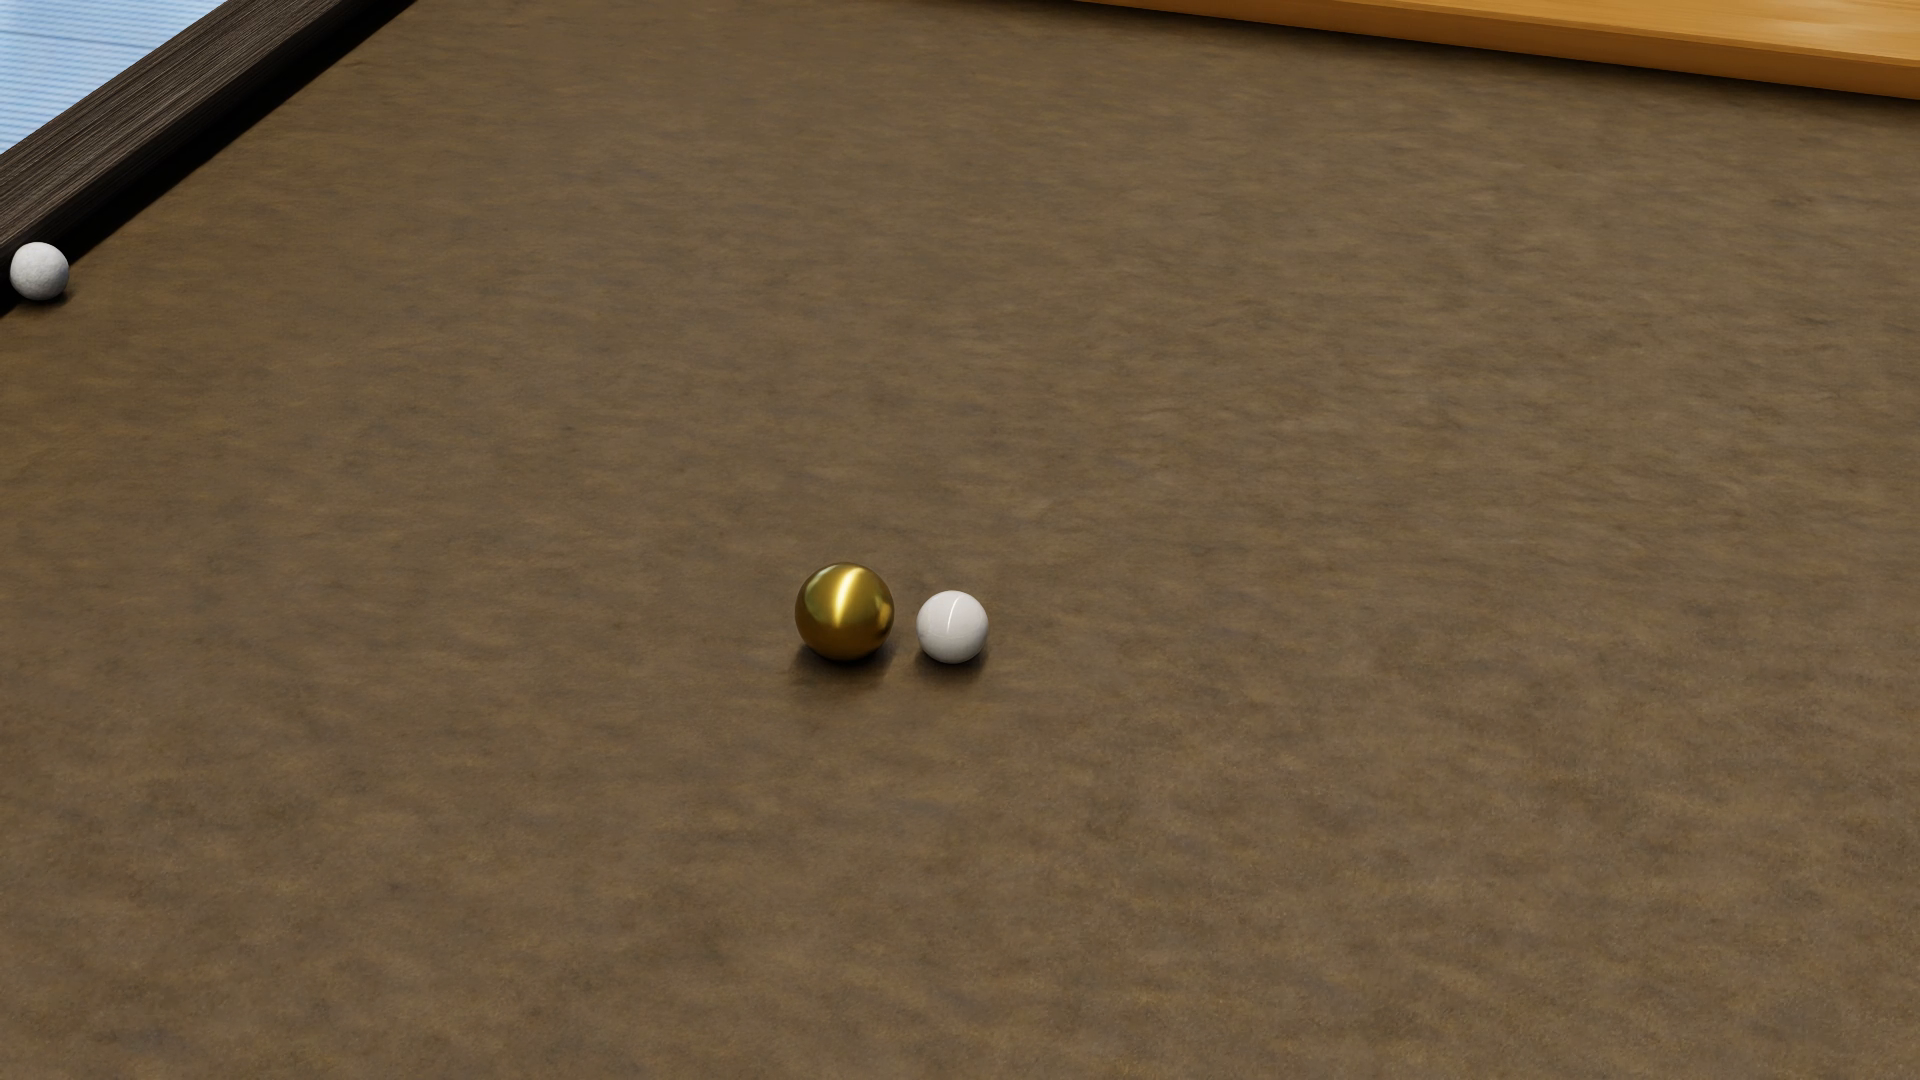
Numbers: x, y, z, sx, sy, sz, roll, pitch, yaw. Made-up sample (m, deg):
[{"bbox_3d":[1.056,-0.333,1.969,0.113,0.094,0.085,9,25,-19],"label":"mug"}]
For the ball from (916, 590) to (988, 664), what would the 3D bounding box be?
[{"bbox_3d":[-0.006,0.066,1.934,0.055,0.055,0.055,0,34,0],"label":"ball"}]

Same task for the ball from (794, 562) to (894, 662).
[{"bbox_3d":[-0.087,0.054,1.933,0.076,0.076,0.076,0,34,0],"label":"ball"}]

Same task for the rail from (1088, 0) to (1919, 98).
[{"bbox_3d":[1.330,-0.470,2.687,4.102,0.114,0.045,10,35,15],"label":"rail"}]

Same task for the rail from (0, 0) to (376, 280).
[{"bbox_3d":[-0.955,-0.191,2.266,0.045,0.114,2.387,10,35,15],"label":"rail"}]

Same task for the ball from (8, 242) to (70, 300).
[{"bbox_3d":[-0.867,-0.253,2.415,0.055,0.055,0.055,0,34,0],"label":"ball"}]
